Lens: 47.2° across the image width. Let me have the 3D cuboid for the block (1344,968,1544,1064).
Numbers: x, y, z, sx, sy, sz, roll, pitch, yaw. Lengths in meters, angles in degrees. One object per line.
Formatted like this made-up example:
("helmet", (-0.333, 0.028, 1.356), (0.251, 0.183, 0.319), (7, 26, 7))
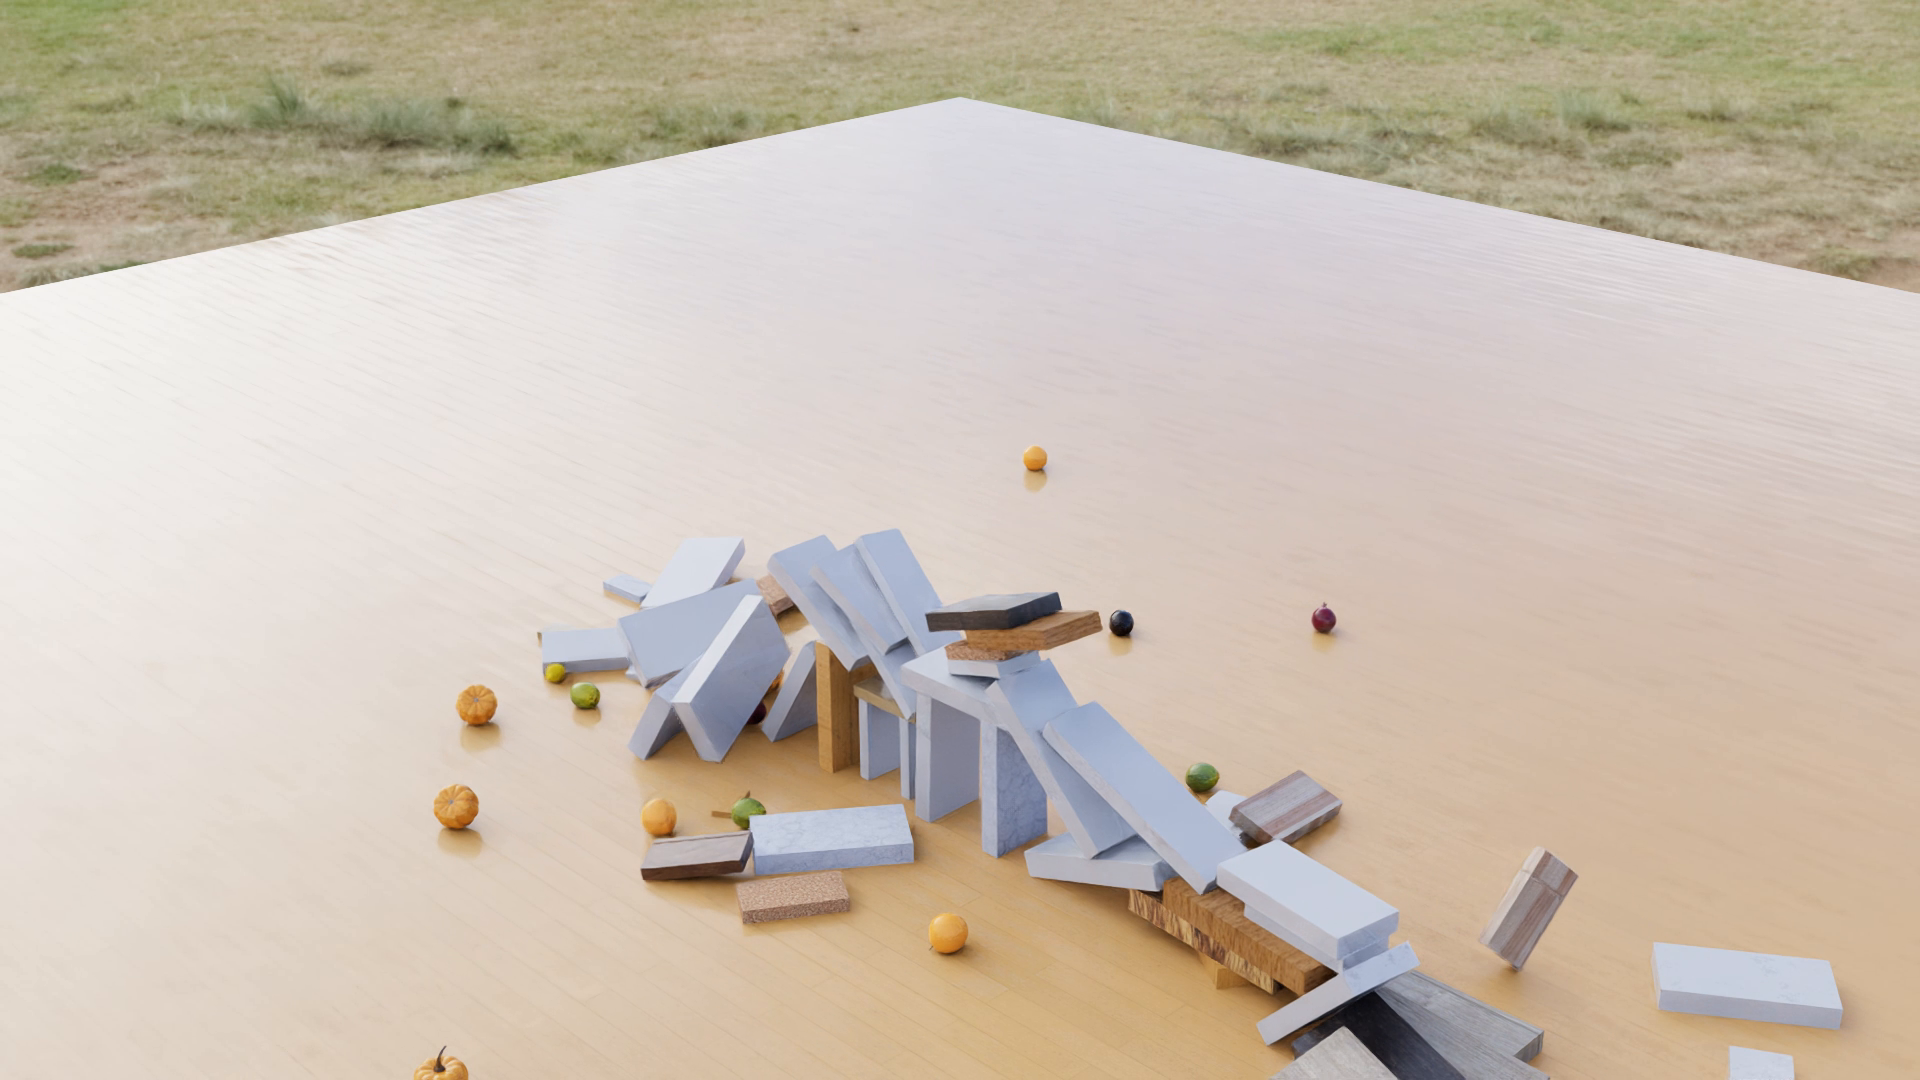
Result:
("block", (0.825, 0.826, 3.760), (0.300, 0.042, 0.150), (21, 31, 40))

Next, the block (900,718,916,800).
("block", (-0.080, 0.434, 4.506), (0.090, 0.181, 0.026), (-20, 29, -39))

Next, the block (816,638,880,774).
("block", (-0.230, 0.328, 4.611), (0.042, 0.294, 0.147), (21, 30, 40))

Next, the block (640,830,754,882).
("block", (-0.505, 0.608, 4.235), (0.201, 0.028, 0.100), (-7, 25, 12))

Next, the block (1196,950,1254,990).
("block", (0.586, 0.735, 3.974), (0.301, 0.042, 0.150), (-4, 23, -10))

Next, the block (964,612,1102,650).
("block", (0.136, 0.170, 4.124), (0.130, 0.037, 0.260), (-17, 7, -32))

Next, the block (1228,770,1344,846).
("block", (0.652, 0.540, 4.391), (0.115, 0.033, 0.229), (37, 37, 29))

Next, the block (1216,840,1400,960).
("block", (0.598, 0.618, 3.801), (0.147, 0.042, 0.293), (-16, 28, -33))

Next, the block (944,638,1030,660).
("block", (0.066, 0.204, 4.254), (0.095, 0.027, 0.191), (-18, 9, -36))

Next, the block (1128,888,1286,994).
("block", (0.493, 0.687, 3.968), (0.178, 0.050, 0.356), (-18, 29, -36))

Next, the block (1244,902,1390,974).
("block", (0.612, 0.664, 3.786), (0.115, 0.033, 0.229), (-17, 28, -35))

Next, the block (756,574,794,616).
("block", (-0.518, 0.165, 5.278), (0.119, 0.034, 0.422), (16, 27, 32))

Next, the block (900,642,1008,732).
("block", (0.036, 0.285, 4.300), (0.287, 0.041, 0.144), (21, 31, 40))

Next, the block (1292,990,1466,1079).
("block", (0.700, 0.879, 3.520), (0.169, 0.048, 0.338), (-29, 37, -15))

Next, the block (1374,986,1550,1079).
("block", (0.773, 0.868, 3.595), (0.169, 0.048, 0.338), (-35, 38, -28))

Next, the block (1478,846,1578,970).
("block", (1.016, 0.658, 3.933), (0.100, 0.200, 0.028), (36, -7, -28))

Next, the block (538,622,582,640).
("block", (-0.923, 0.229, 5.196), (0.139, 0.020, 0.069), (14, 27, 29))

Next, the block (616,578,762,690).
("block", (-0.598, 0.213, 5.048), (0.338, 0.048, 0.169), (-17, 63, -25))

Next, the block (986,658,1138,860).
("block", (0.203, 0.410, 4.143), (0.147, 0.042, 0.373), (-20, 72, -41))

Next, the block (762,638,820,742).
("block", (-0.312, 0.306, 4.689), (0.147, 0.294, 0.042), (-22, 62, -41))

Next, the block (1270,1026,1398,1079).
("block", (0.635, 0.918, 3.415), (0.169, 0.048, 0.338), (-32, 37, -11))

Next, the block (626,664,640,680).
("block", (-0.710, 0.303, 5.028), (0.099, 0.014, 0.049), (3, 23, 7))

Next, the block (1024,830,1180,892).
("block", (0.306, 0.593, 4.145), (0.178, 0.050, 0.356), (-19, 9, -37))

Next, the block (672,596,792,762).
("block", (-0.486, 0.294, 4.711), (0.048, 0.169, 0.338), (1, 40, 31))

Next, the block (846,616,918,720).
("block", (-0.137, 0.226, 4.478), (0.095, 0.027, 0.312), (-11, 57, -36))

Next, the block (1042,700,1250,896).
("block", (0.342, 0.468, 4.036), (0.130, 0.037, 0.437), (-20, 52, -39))

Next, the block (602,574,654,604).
("block", (-0.813, 0.120, 5.452), (0.139, 0.020, 0.069), (19, 30, 38))

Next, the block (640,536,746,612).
("block", (-0.656, 0.095, 5.431), (0.154, 0.044, 0.374), (-1, 26, 12))

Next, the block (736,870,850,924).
("block", (-0.316, 0.672, 4.140), (0.201, 0.028, 0.100), (-5, 24, -12))

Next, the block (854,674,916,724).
("block", (-0.123, 0.322, 4.506), (0.181, 0.026, 0.090), (21, 31, 40))

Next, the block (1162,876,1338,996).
("block", (0.543, 0.672, 3.875), (0.178, 0.050, 0.356), (-16, 28, -33))

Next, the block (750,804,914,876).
("block", (-0.254, 0.587, 4.320), (0.308, 0.044, 0.154), (-4, 23, -8))

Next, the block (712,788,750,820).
("block", (-0.467, 0.536, 4.480), (0.049, 0.014, 0.099), (5, 24, 12))

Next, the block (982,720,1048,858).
("block", (0.107, 0.464, 4.300), (0.144, 0.287, 0.041), (-21, 30, -41))

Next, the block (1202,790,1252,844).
("block", (0.514, 0.573, 4.370), (0.115, 0.033, 0.229), (15, 27, 31))

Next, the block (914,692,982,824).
("block", (-0.023, 0.412, 4.421), (0.144, 0.287, 0.041), (-21, 33, -40))

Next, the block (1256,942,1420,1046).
("block", (0.625, 0.756, 3.658), (0.147, 0.293, 0.042), (-17, 71, -31))

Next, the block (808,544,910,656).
("block", (-0.187, 0.120, 4.503), (0.238, 0.034, 0.119), (47, 45, 16))

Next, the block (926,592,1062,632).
("block", (0.063, 0.138, 4.221), (0.130, 0.037, 0.260), (-18, 7, -36))

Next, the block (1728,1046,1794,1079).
("block", (1.310, 0.904, 3.594), (0.100, 0.028, 0.200), (7, 24, 15))

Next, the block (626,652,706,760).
("block", (-0.583, 0.332, 4.759), (0.048, 0.169, 0.338), (36, 32, 9))

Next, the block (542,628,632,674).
("block", (-0.845, 0.254, 5.091), (0.238, 0.034, 0.119), (-4, 34, -9))

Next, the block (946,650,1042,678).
("block", (0.063, 0.235, 4.243), (0.095, 0.027, 0.191), (-17, 8, -29))

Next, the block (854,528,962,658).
("block", (-0.100, 0.115, 4.504), (0.100, 0.028, 0.310), (-13, 63, -38))

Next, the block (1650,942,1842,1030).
("block", (1.378, 0.782, 3.864), (0.300, 0.042, 0.150), (5, 23, 11))

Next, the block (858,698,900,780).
("block", (-0.167, 0.402, 4.582), (0.090, 0.181, 0.026), (-21, 30, -40))

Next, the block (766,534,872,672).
("block", (-0.256, 0.128, 4.552), (0.147, 0.042, 0.294), (-22, 64, -41))
